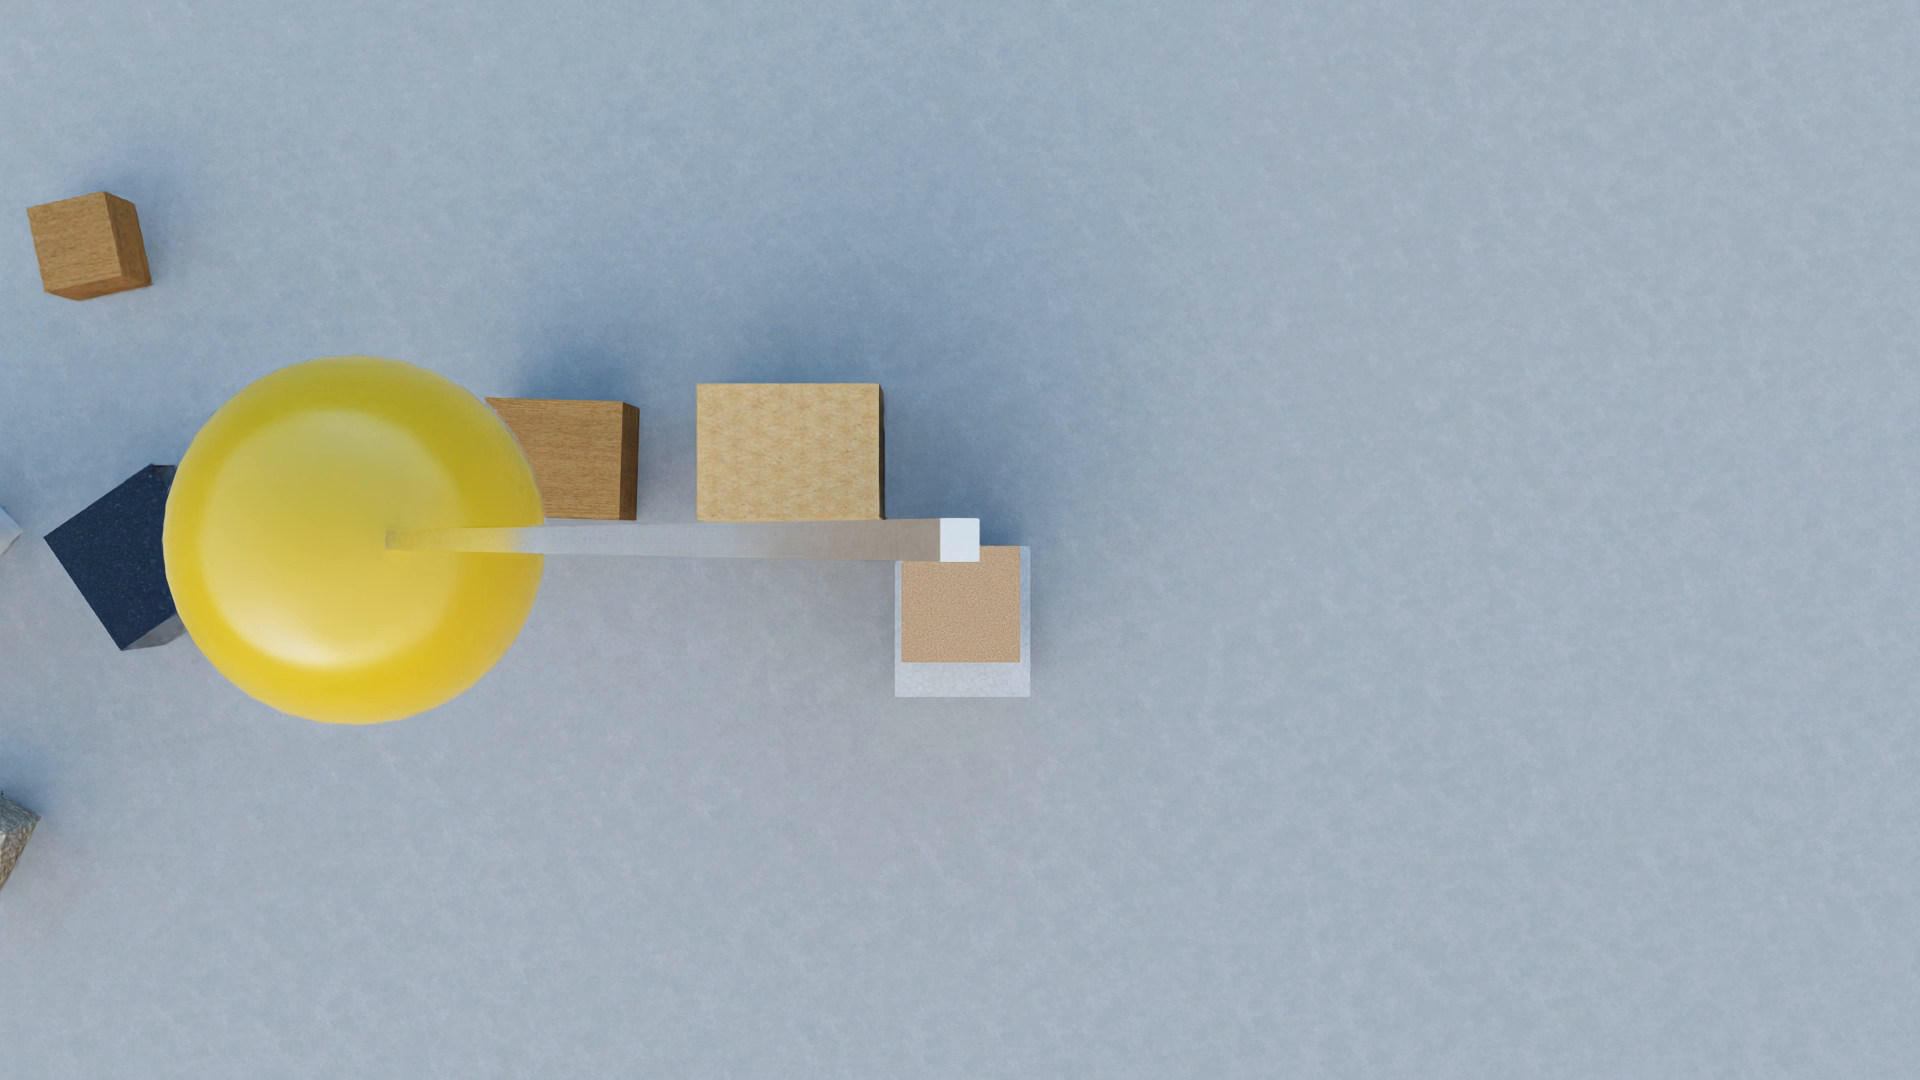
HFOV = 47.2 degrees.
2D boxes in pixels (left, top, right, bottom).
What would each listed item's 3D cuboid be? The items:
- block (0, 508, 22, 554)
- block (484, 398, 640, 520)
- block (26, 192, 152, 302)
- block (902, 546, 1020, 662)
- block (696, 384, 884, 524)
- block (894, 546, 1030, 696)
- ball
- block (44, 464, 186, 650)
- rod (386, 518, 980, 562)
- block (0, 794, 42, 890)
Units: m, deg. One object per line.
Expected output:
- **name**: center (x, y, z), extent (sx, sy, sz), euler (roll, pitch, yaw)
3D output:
- **block**: center (-5.975, -0.006, 12.675), extent (0.593, 0.588, 0.667), euler (44, 96, 0)
- **block**: center (-2.290, -0.458, 12.673), extent (0.774, 0.654, 0.663), euler (2, 90, 0)
- **block**: center (-5.045, -1.699, 12.762), extent (0.450, 0.476, 0.492), euler (-12, 90, 0)
- **block**: center (0.004, 0.337, 11.829), extent (0.623, 0.643, 0.610), euler (0, 90, 0)
- **block**: center (-0.952, -0.420, 12.580), extent (1.010, 0.841, 0.890), euler (0, 90, 0)
- **block**: center (0.014, 0.450, 12.575), extent (0.747, 0.849, 0.833), euler (0, 90, 0)
- **ball**: center (-2.594, 0.000, 9.486), extent (1.600, 1.600, 1.600), euler (0, 90, 0)
- **block**: center (-4.609, 0.098, 12.647), extent (0.726, 0.706, 0.770), euler (-34, 90, 0)
- **rod**: center (-1.124, 0.000, 6.421), extent (0.080, 5.200, 0.080), euler (0, 90, -26)
- **block**: center (-5.744, 1.757, 12.669), extent (0.497, 0.614, 0.533), euler (29, 90, -6)
